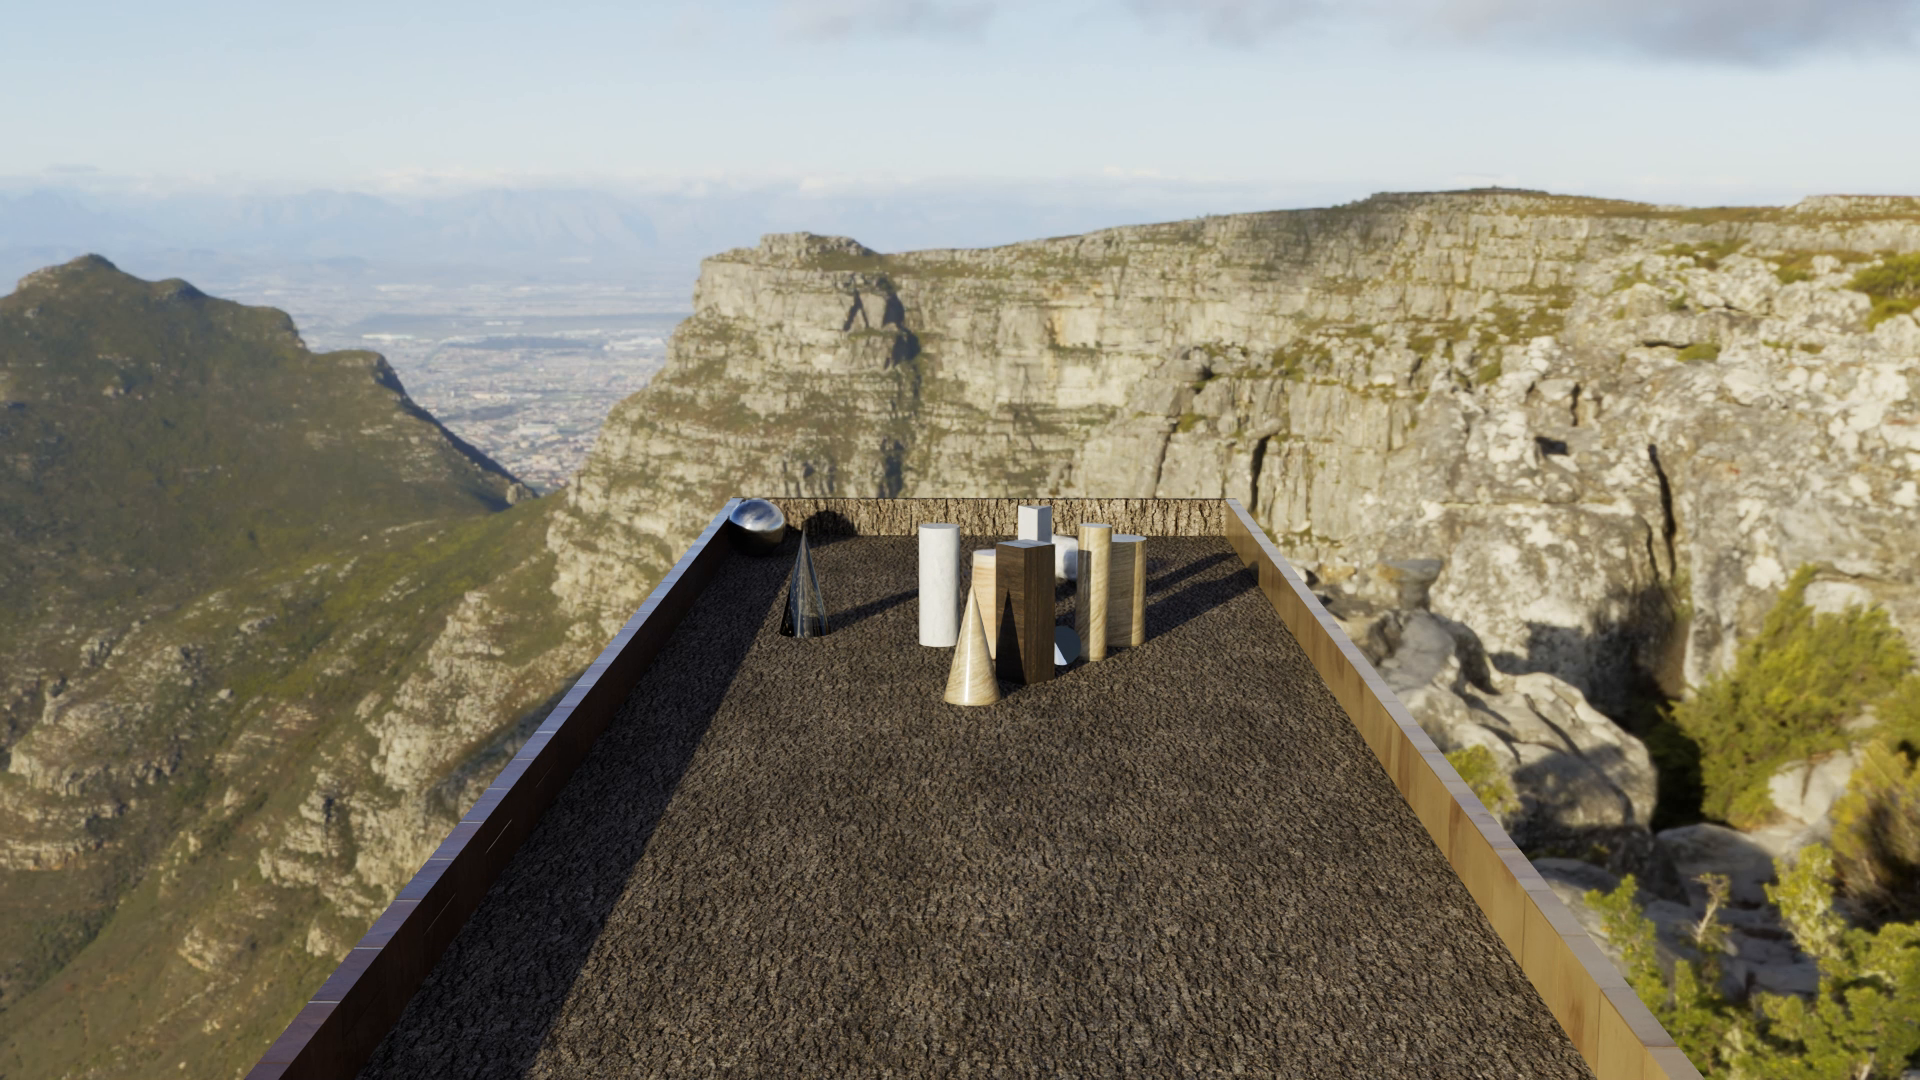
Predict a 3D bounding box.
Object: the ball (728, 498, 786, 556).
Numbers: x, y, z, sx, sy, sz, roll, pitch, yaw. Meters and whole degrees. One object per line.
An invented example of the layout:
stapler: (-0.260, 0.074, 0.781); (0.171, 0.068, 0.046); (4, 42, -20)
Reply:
ball: (-0.794, -0.050, 8.595); (0.228, 0.228, 0.228); (0, 9, 0)

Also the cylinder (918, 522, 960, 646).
cylinder: (-0.065, 0.140, 6.933); (0.130, 0.373, 0.130); (0, 9, 0)

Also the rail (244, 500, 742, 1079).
rail: (-1.004, 0.839, 3.234); (0.050, 0.150, 12.000); (0, 9, 1)

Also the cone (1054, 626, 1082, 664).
cone: (0.298, 0.319, 6.809); (0.117, 0.117, 0.357); (0, 0, -3)

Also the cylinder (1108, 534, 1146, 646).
cylinder: (0.507, 0.158, 6.950); (0.161, 0.332, 0.161); (0, 9, 0)

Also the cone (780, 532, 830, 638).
cone: (-0.502, 0.131, 7.093); (0.168, 0.342, 0.168); (0, 9, 0)

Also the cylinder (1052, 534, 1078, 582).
cylinder: (0.444, 0.077, 8.029); (0.154, 0.154, 0.332); (-7, 11, -36)

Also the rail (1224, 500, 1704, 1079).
rail: (1.046, 0.843, 3.208); (0.050, 0.150, 12.000); (0, 9, 1)

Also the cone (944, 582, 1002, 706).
cone: (0.035, 0.280, 6.165); (0.165, 0.337, 0.165); (0, 9, 0)

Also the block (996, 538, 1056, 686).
block: (0.190, 0.208, 6.411); (0.123, 0.402, 0.123); (-8, 12, -40)

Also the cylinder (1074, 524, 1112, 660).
cylinder: (0.405, 0.158, 6.700); (0.102, 0.408, 0.102); (2, 8, 0)

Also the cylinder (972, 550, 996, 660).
cylinder: (0.106, 0.196, 6.739); (0.145, 0.316, 0.145); (3, 8, 0)

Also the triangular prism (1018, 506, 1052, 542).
triangular prism: (0.249, 0.110, 6.931); (0.089, 0.434, 0.103); (-5, 10, -31)

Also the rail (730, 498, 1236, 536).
rail: (0.099, -0.098, 9.147); (2.100, 0.150, 0.050); (0, 9, 1)
